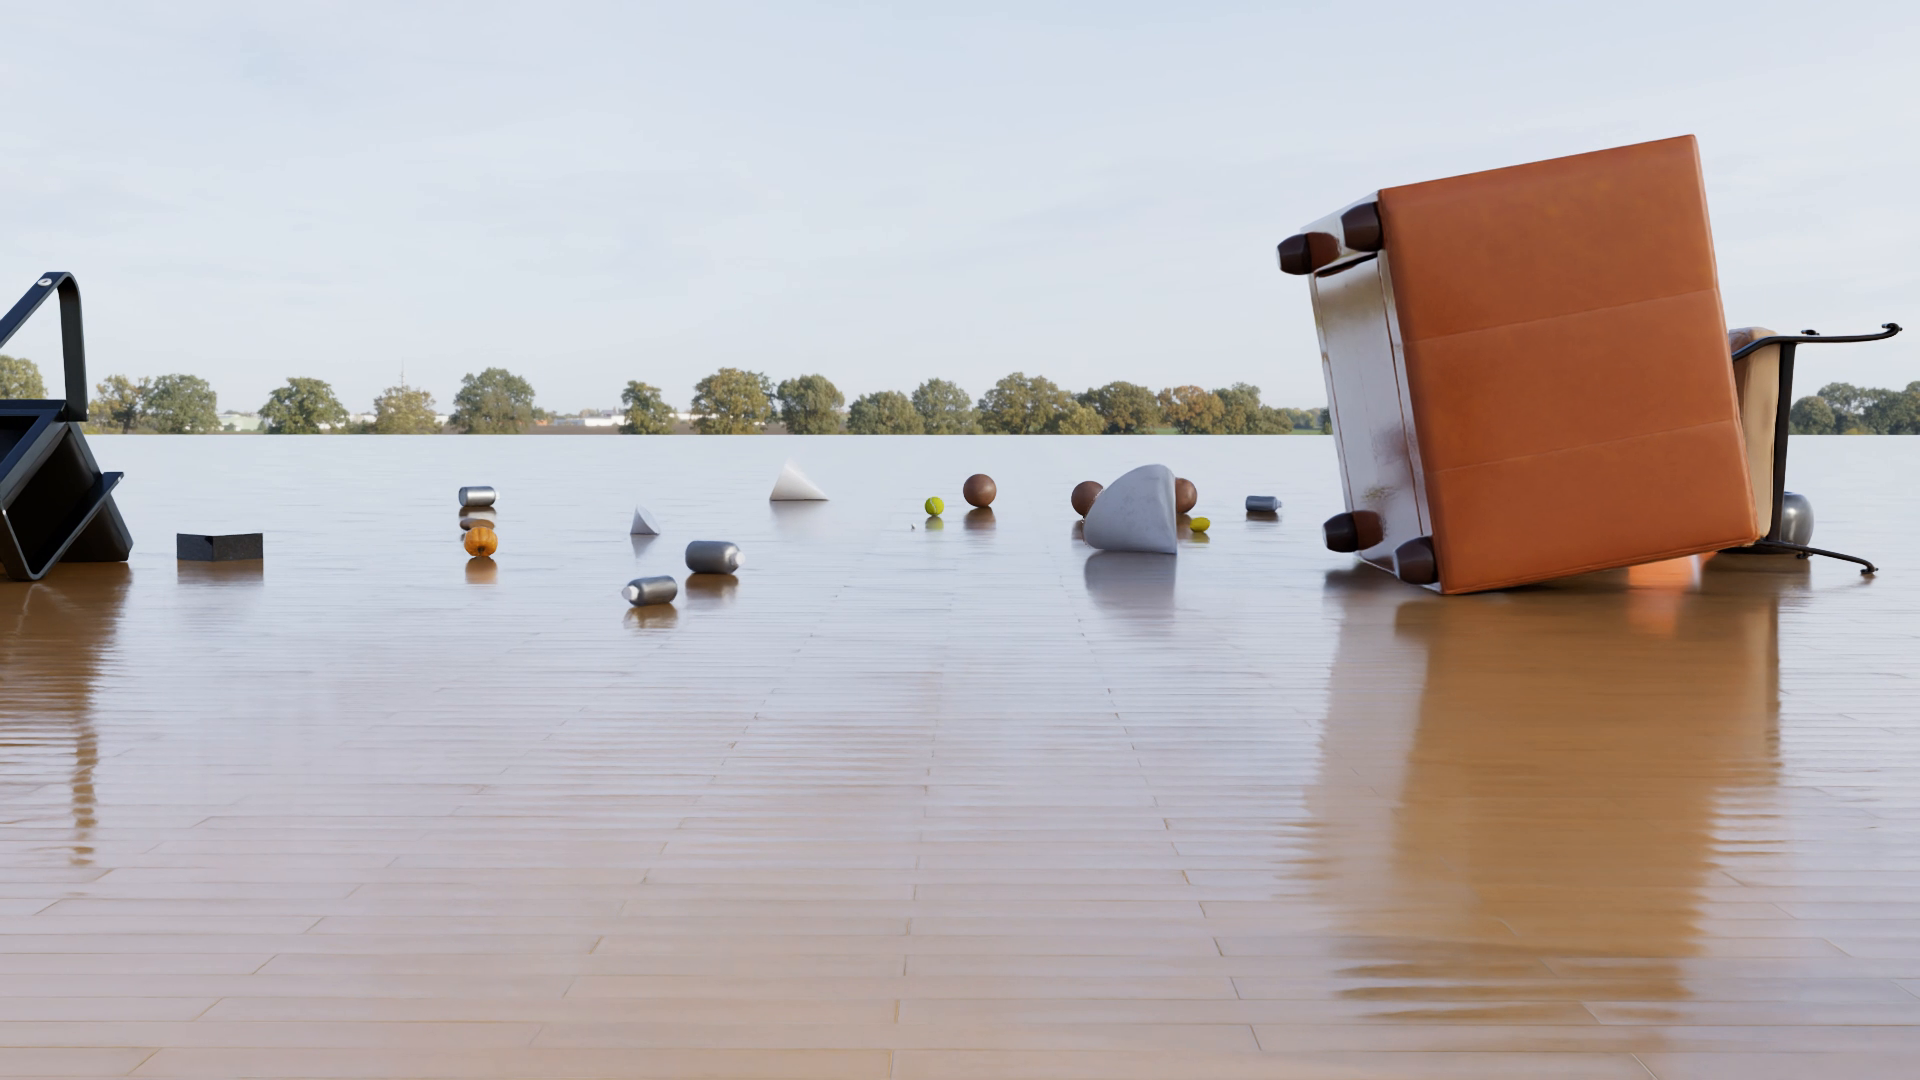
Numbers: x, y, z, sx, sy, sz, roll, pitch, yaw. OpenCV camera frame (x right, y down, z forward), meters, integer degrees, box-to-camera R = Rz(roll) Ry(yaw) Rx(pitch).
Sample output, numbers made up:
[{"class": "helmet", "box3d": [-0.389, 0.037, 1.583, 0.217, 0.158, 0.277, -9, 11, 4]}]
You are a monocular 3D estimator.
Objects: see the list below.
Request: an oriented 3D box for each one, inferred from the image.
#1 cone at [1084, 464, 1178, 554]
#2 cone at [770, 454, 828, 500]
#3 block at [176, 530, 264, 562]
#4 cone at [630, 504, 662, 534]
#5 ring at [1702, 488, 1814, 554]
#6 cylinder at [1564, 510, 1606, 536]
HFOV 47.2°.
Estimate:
[{"class": "cone", "box3d": [0.530, -0.026, 6.029, 0.309, 0.264, 0.230, -36, 51, -7]}, {"class": "cone", "box3d": [-0.625, -0.207, 8.868, 0.223, 0.211, 0.180, 25, 15, -2]}, {"class": "block", "box3d": [-1.962, 0.015, 5.830, 0.169, 0.068, 0.150, 3, 5, 38]}, {"class": "cone", "box3d": [-0.992, -0.041, 6.802, 0.076, 0.119, 0.140, -38, 16, 6]}, {"class": "ring", "box3d": [2.203, -0.051, 6.072, 0.311, 0.169, 0.265, 0, 6, -19]}, {"class": "cylinder", "box3d": [1.579, -0.043, 5.551, 0.071, 0.062, 0.093, -3, -7, -9]}]
